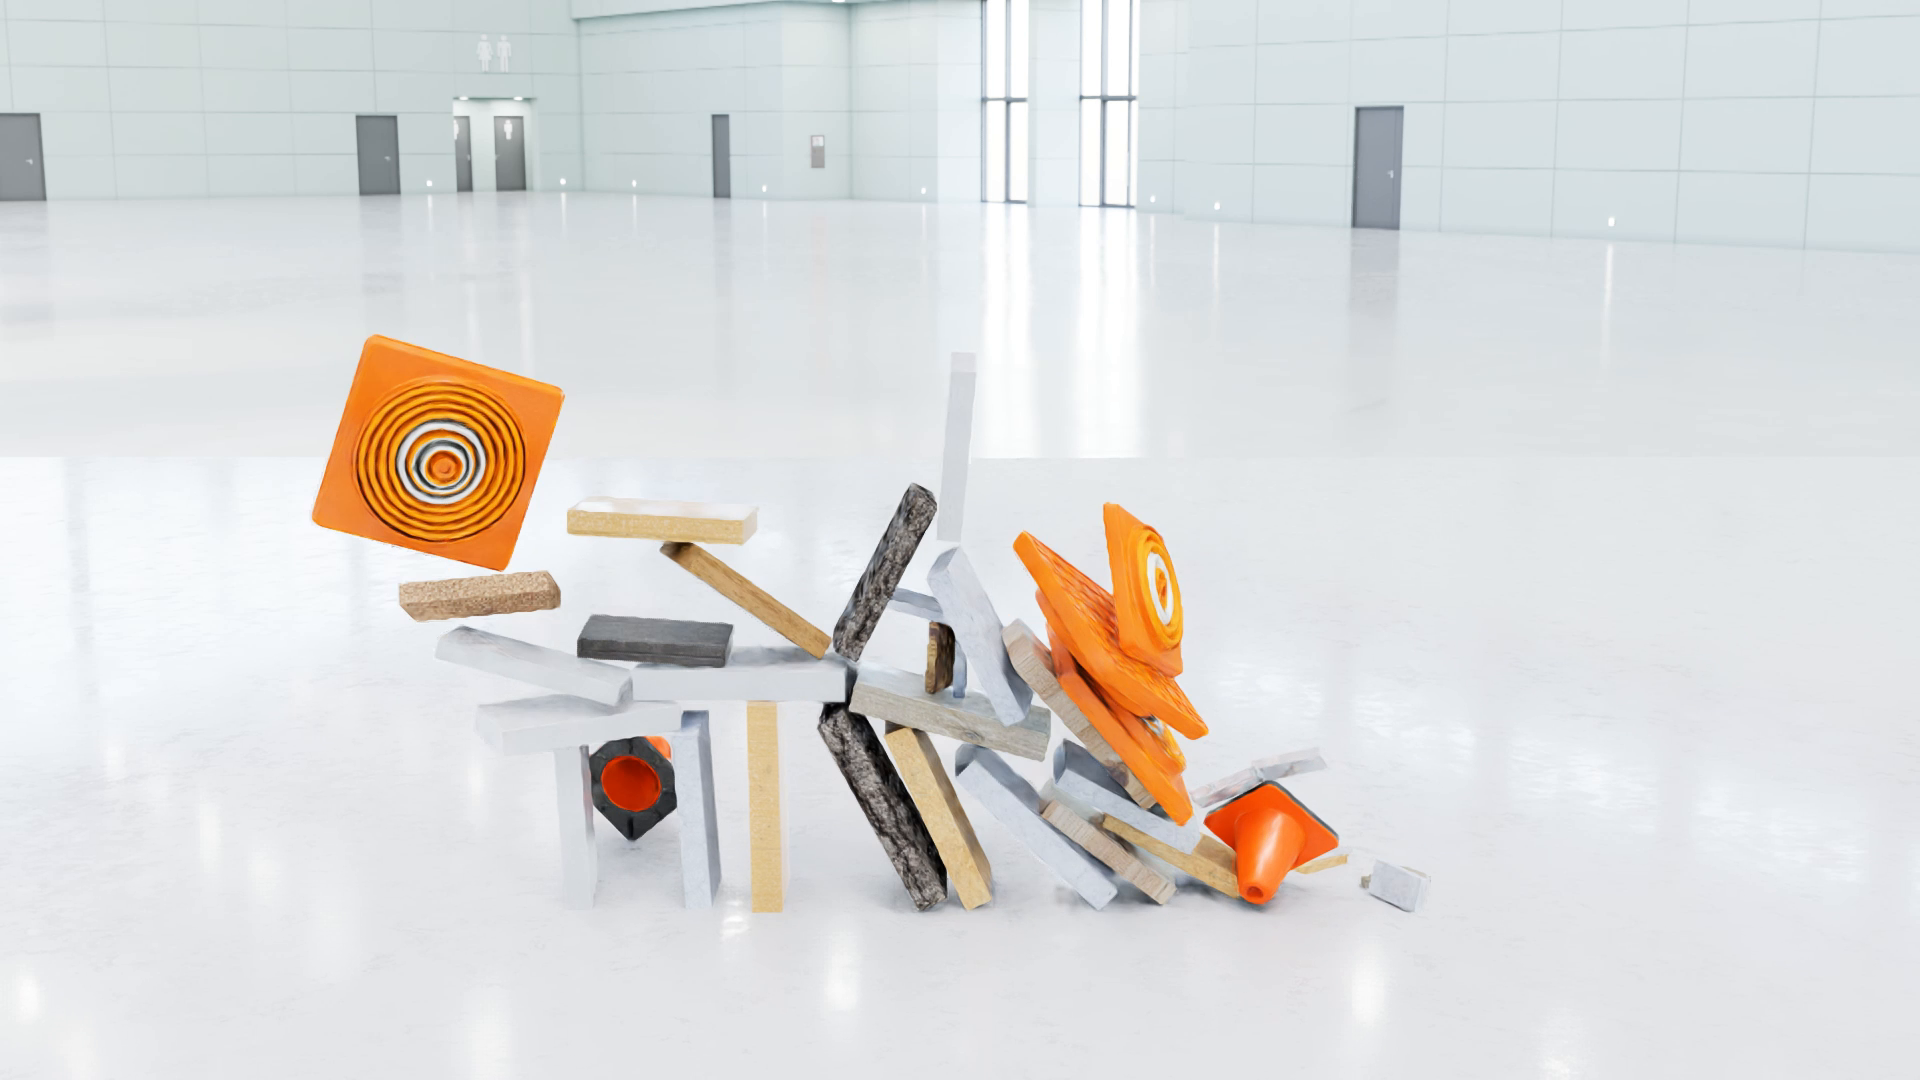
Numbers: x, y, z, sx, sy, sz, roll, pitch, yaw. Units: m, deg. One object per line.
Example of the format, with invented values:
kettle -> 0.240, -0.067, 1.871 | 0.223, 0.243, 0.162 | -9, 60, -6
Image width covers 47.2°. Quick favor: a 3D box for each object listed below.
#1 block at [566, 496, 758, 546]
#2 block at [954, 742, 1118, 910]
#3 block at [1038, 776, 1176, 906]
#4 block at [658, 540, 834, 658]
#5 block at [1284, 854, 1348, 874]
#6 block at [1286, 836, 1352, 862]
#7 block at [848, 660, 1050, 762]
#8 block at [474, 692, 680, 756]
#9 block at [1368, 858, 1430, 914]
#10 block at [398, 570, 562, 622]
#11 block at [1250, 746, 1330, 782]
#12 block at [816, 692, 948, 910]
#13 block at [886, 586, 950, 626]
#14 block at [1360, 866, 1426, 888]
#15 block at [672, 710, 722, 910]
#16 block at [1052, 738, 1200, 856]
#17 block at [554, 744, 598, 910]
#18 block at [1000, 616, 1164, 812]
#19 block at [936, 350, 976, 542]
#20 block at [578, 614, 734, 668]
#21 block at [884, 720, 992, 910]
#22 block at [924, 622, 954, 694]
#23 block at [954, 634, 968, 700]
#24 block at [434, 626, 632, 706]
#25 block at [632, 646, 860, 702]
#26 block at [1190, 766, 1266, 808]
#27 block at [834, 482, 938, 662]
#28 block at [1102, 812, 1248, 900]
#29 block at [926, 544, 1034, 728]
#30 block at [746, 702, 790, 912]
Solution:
block -> -0.478, -0.032, 3.550 | 0.283, 0.040, 0.141 | 3, 11, 4
block -> 0.124, 0.464, 3.641 | 0.323, 0.046, 0.162 | 43, 8, -7
block -> 0.243, 0.499, 3.656 | 0.255, 0.036, 0.127 | 37, 9, -6
block -> -0.348, 0.090, 3.581 | 0.283, 0.040, 0.141 | 37, -6, -29
block -> 0.617, 0.556, 3.812 | 0.104, 0.015, 0.052 | -8, 13, -37
block -> 0.625, 0.538, 3.827 | 0.104, 0.015, 0.052 | -6, 12, -27
block -> -0.014, 0.278, 3.596 | 0.323, 0.046, 0.162 | 15, 11, 0
block -> -0.617, 0.287, 3.553 | 0.295, 0.042, 0.148 | -7, 15, -28
block -> 0.720, 0.569, 3.616 | 0.016, 0.058, 0.116 | 11, 4, -30
block -> -0.782, 0.092, 3.589 | 0.239, 0.034, 0.120 | -5, -16, -2
block -> 0.544, 0.370, 3.625 | 0.116, 0.016, 0.058 | -15, -32, 19
block -> -0.125, 0.426, 3.628 | 0.049, 0.347, 0.174 | -28, 9, 5
block -> -0.058, 0.107, 3.556 | 0.120, 0.017, 0.060 | 16, 20, -4
block -> 0.733, 0.574, 3.715 | 0.104, 0.015, 0.052 | -7, 13, -35
block -> -0.435, 0.444, 3.638 | 0.042, 0.295, 0.148 | -3, 11, 1
block -> 0.275, 0.424, 3.646 | 0.255, 0.036, 0.127 | 28, 17, -8
block -> -0.634, 0.443, 3.629 | 0.042, 0.295, 0.148 | -3, 14, -5
block -> 0.198, 0.283, 3.568 | 0.039, 0.351, 0.136 | -38, 23, 9
block -> -0.006, -0.148, 3.454 | 0.039, 0.273, 0.136 | 5, 18, -1
block -> -0.497, 0.165, 3.611 | 0.239, 0.034, 0.120 | 4, 17, 0
block -> -0.035, 0.436, 3.638 | 0.046, 0.323, 0.162 | -24, 10, 5
block -> -0.031, 0.185, 3.577 | 0.017, 0.120, 0.060 | 13, 17, 29
block -> 0.002, 0.192, 3.578 | 0.017, 0.120, 0.060 | 3, 23, 4
block -> -0.682, 0.201, 3.544 | 0.299, 0.034, 0.120 | 15, 9, 2
block -> -0.349, 0.219, 3.626 | 0.347, 0.049, 0.174 | 0, 11, 6
block -> 0.442, 0.407, 3.621 | 0.116, 0.016, 0.058 | -23, -28, 14
block -> -0.123, 0.050, 3.565 | 0.040, 0.283, 0.141 | 27, 9, -9
block -> 0.361, 0.506, 3.697 | 0.255, 0.036, 0.127 | 29, 13, -1
block -> 0.036, 0.152, 3.532 | 0.039, 0.273, 0.136 | -25, 11, 15
block -> -0.316, 0.420, 3.634 | 0.049, 0.347, 0.174 | -1, 11, 0
